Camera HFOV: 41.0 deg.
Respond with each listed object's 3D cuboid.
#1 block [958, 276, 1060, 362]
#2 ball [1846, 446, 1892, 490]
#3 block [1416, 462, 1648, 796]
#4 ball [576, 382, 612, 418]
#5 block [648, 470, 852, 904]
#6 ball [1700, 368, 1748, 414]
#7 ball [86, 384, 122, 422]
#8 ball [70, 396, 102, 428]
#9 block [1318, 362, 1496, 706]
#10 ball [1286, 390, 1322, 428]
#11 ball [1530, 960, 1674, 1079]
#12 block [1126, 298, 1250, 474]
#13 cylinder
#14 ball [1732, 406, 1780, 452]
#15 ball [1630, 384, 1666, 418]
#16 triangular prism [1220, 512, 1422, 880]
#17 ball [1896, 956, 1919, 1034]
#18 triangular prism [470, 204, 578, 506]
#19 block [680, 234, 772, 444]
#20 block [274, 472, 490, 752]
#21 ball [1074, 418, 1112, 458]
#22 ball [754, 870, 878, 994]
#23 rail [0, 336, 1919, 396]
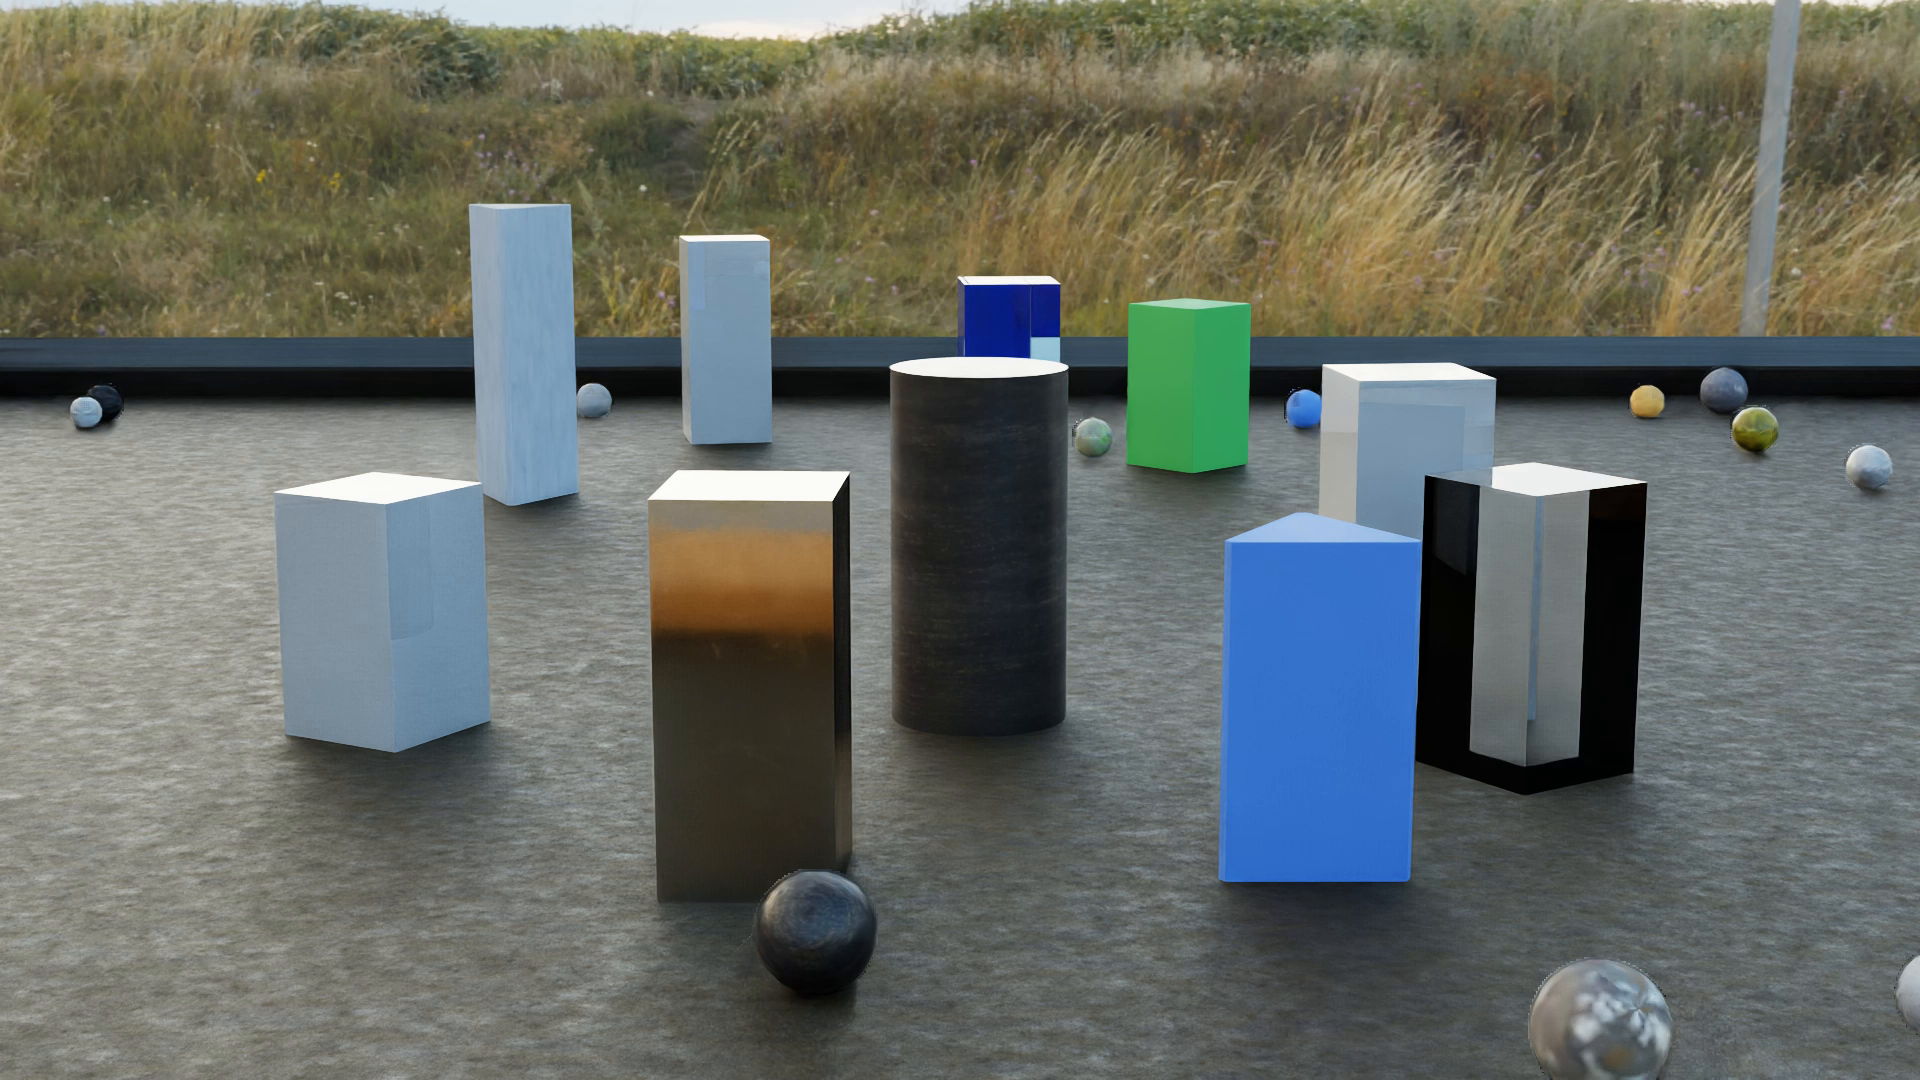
[{"bbox_3d":[0.081,-0.253,4.336,0.158,0.371,0.158,-1,11,-4],"label":"block"},{"bbox_3d":[1.580,-0.126,4.458,0.076,0.076,0.076,0,10,0],"label":"ball"},{"bbox_3d":[0.593,0.088,2.671,0.158,0.307,0.158,-7,12,-33],"label":"block"},{"bbox_3d":[-0.764,-0.290,5.349,0.075,0.075,0.075,0,10,0],"label":"ball"},{"bbox_3d":[-0.184,0.128,2.304,0.158,0.360,0.158,1,10,3],"label":"block"},{"bbox_3d":[1.614,-0.315,5.420,0.098,0.098,0.098,0,10,0],"label":"ball"},{"bbox_3d":[-1.773,-0.284,5.311,0.076,0.076,0.076,0,10,0],"label":"ball"},{"bbox_3d":[-1.778,-0.260,5.219,0.063,0.063,0.063,0,10,0],"label":"ball"},{"bbox_3d":[0.516,-0.008,2.993,0.158,0.378,0.158,-1,11,-7],"label":"block"},{"bbox_3d":[0.700,-0.266,5.207,0.078,0.078,0.078,0,10,0],"label":"ball"},{"bbox_3d":[0.457,0.349,1.829,0.099,0.099,0.099,0,10,0],"label":"ball"},{"bbox_3d":[0.420,-0.287,4.721,0.158,0.296,0.158,-10,15,-44],"label":"block"},{"bbox_3d":[0.021,0.003,2.880,0.198,0.397,0.198,0,10,0],"label":"cylinder"},{"bbox_3d":[1.514,-0.210,4.884,0.087,0.087,0.087,0,10,0],"label":"ball"},{"bbox_3d":[1.434,-0.288,5.352,0.070,0.070,0.070,0,10,0],"label":"ball"},{"bbox_3d":[0.321,0.141,2.367,0.172,0.312,0.149,0,10,0],"label":"triangular prism"},{"bbox_3d":[0.744,0.344,1.937,0.069,0.069,0.069,0,10,0],"label":"ball"},{"bbox_3d":[-0.769,-0.321,4.363,0.149,0.494,0.172,7,12,32],"label":"triangular prism"},{"bbox_3d":[-0.461,-0.396,5.047,0.158,0.393,0.158,-2,11,-12],"label":"block"},{"bbox_3d":[-0.636,0.076,2.835,0.158,0.271,0.158,6,12,29],"label":"block"},{"bbox_3d":[0.250,-0.192,4.821,0.074,0.074,0.074,0,10,0],"label":"ball"},{"bbox_3d":[-0.114,0.311,2.038,0.097,0.097,0.097,0,10,0],"label":"ball"},{"bbox_3d":[-0.013,-0.384,5.700,4.444,0.129,0.045,0,10,0],"label":"rail"}]
